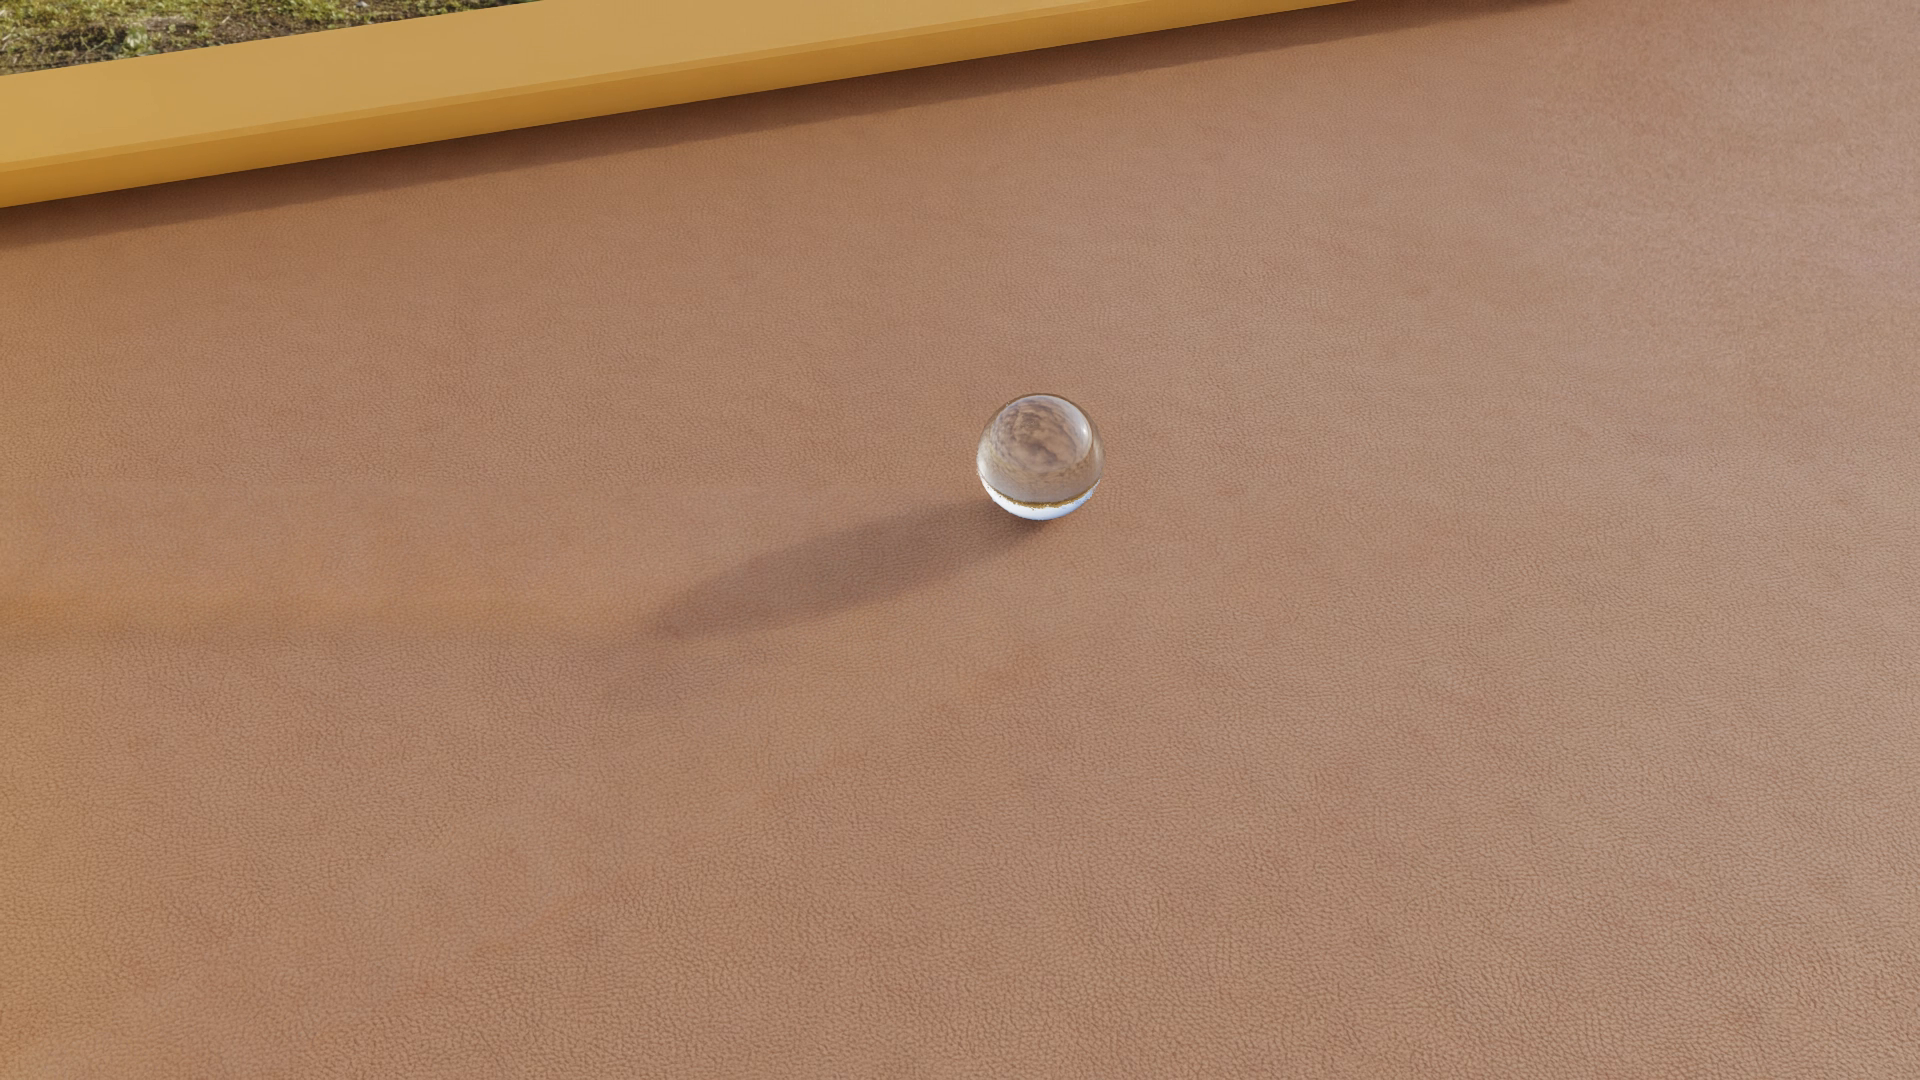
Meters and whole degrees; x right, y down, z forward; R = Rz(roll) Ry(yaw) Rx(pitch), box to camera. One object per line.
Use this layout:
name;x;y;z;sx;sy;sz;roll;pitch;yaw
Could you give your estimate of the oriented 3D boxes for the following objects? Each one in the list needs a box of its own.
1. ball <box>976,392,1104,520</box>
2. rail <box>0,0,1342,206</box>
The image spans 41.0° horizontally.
ball;0.051;-0.053;1.626;0.081;0.081;0.081;0;35;0
rail;0.386;-0.522;2.267;2.649;0.105;0.045;-12;37;-16
